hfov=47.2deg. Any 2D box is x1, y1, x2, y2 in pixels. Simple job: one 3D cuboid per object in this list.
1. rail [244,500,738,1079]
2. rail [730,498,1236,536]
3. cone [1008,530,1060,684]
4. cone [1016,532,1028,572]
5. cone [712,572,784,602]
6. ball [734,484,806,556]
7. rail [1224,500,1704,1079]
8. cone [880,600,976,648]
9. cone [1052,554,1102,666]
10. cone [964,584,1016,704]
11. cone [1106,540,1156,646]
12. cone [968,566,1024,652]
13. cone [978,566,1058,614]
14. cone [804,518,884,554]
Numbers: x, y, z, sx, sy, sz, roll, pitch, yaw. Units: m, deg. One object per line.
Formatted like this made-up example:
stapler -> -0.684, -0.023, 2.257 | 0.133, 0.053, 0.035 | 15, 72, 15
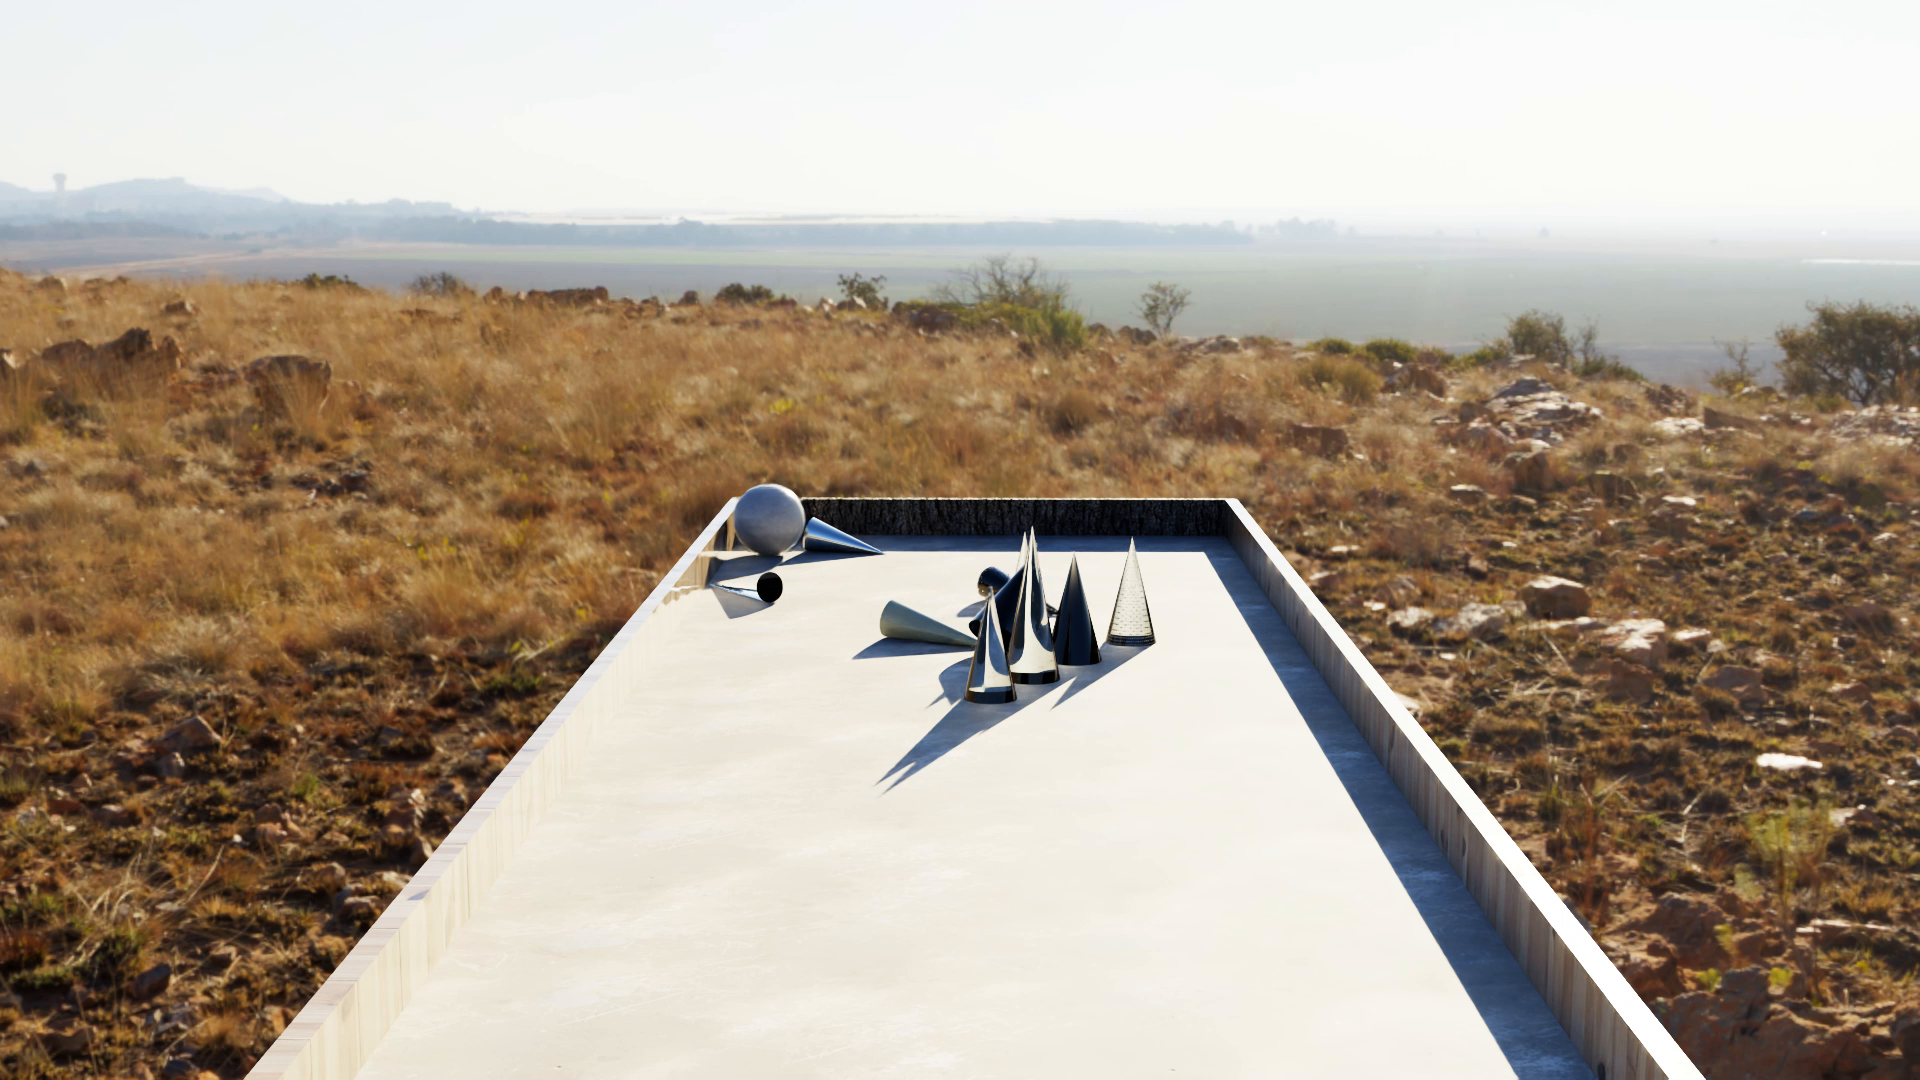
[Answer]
rail -> -1.004, 0.839, 3.234 | 0.050, 0.150, 12.000 | 0, 9, 1
rail -> 0.099, -0.098, 9.147 | 2.100, 0.150, 0.050 | 0, 9, 1
cone -> 0.210, 0.182, 6.413 | 0.168, 0.454, 0.168 | 0, 9, 0
cone -> 0.201, 0.143, 6.970 | 0.138, 0.339, 0.138 | 2, 1, 0
cone -> -0.788, 0.162, 7.817 | 0.108, 0.108, 0.447 | -6, 4, -35
ball -> -0.748, -0.081, 8.617 | 0.282, 0.282, 0.282 | 0, 9, 0
rail -> 1.046, 0.843, 3.208 | 0.050, 0.150, 12.000 | 0, 9, 1
cone -> -0.050, 0.296, 6.945 | 0.409, 0.123, 0.123 | 15, 15, 29
cone -> 0.346, 0.199, 6.679 | 0.173, 0.337, 0.173 | 0, 9, 0
cone -> 0.085, 0.281, 6.173 | 0.152, 0.334, 0.152 | 0, 9, 0
cone -> 0.542, 0.156, 6.951 | 0.164, 0.337, 0.164 | 0, 9, 0
cone -> 0.173, 0.164, 6.825 | 0.177, 0.323, 0.177 | 22, -25, 11
cone -> 0.237, 0.205, 7.531 | 0.117, 0.117, 0.443 | -6, 19, -35
cone -> -0.441, 0.017, 8.695 | 0.332, 0.134, 0.134 | 15, 13, 16
